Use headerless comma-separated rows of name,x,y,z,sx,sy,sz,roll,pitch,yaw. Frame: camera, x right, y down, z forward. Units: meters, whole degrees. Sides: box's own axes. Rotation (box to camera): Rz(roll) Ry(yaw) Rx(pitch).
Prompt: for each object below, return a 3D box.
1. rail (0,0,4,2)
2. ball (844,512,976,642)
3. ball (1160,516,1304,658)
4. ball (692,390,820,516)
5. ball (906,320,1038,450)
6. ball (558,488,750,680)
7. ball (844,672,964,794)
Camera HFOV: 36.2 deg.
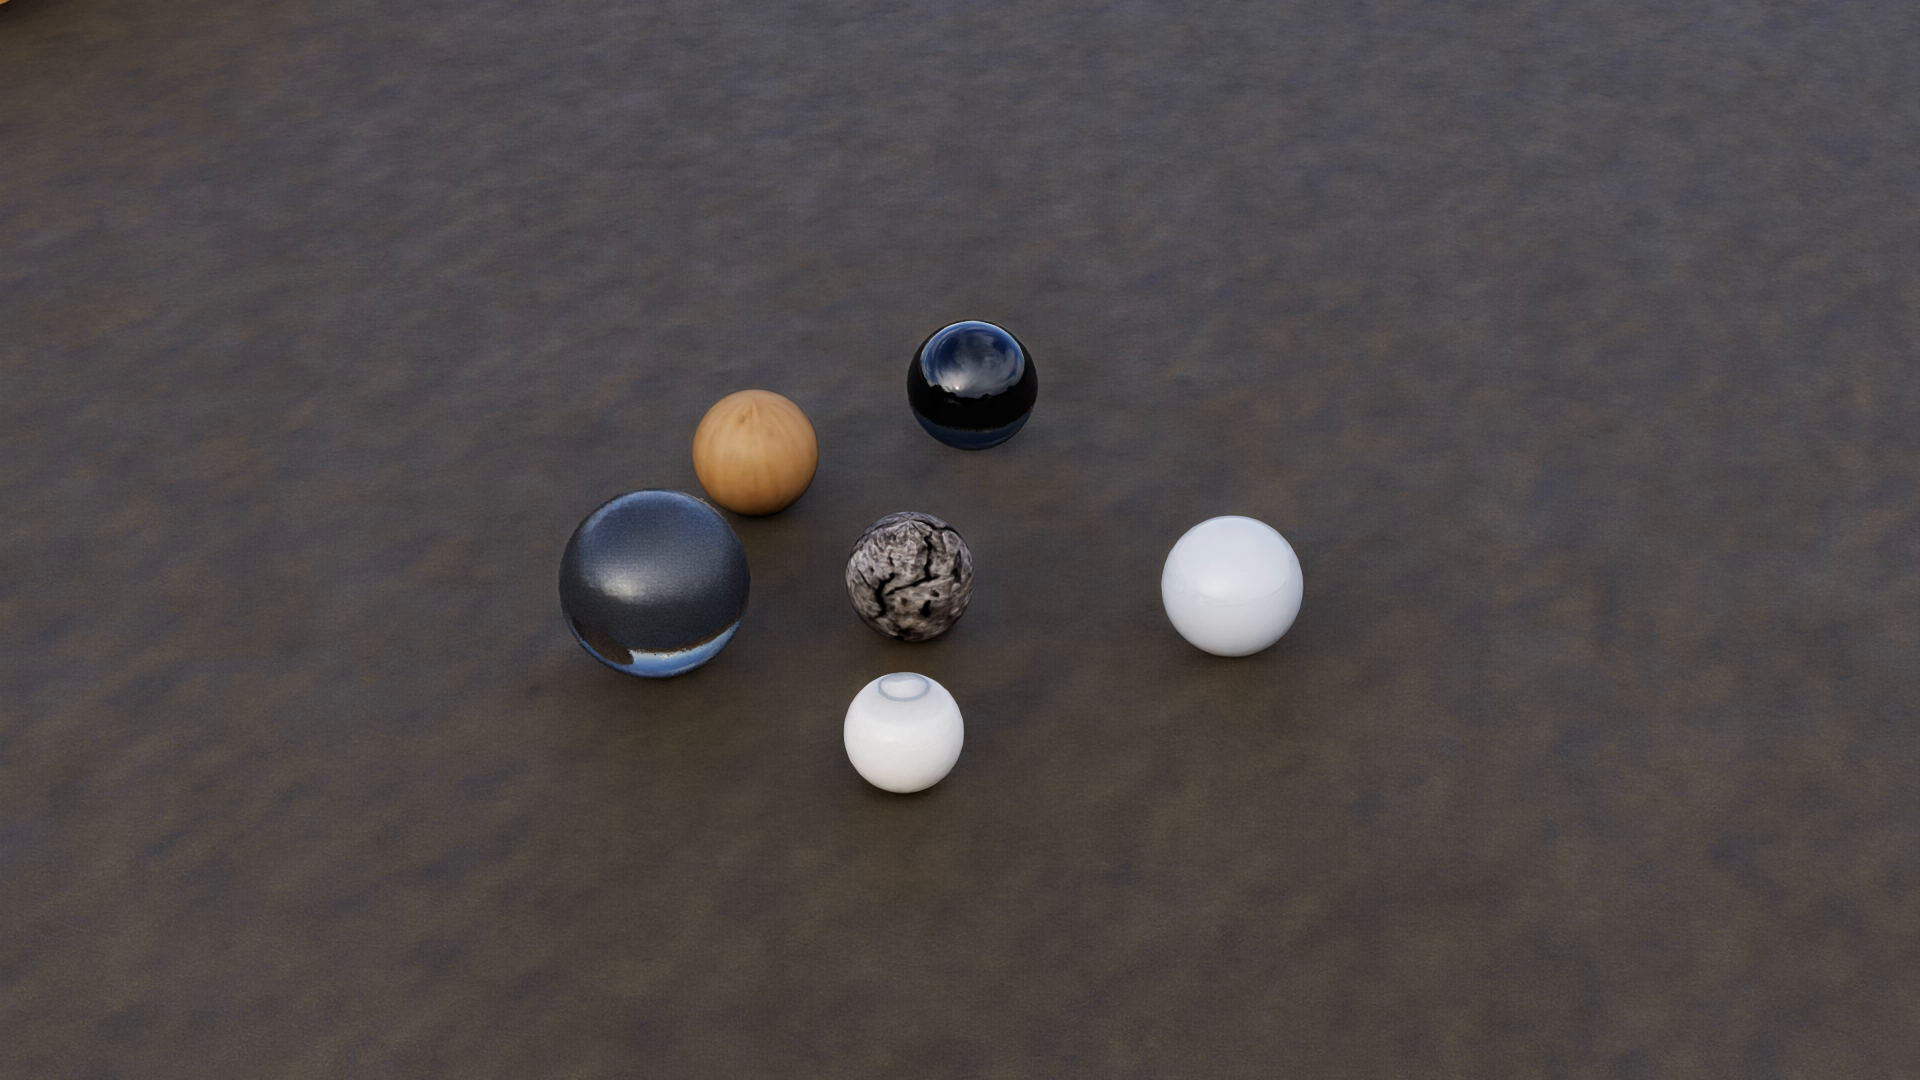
rail,-0.487,-0.768,2.863,0.045,0.129,4.380,15,33,24
ball,-0.026,0.019,1.557,0.069,0.069,0.069,0,30,0
ball,0.143,0.024,1.543,0.075,0.075,0.075,0,30,0
ball,-0.116,-0.050,1.674,0.072,0.072,0.072,0,30,0
ball,0.007,-0.092,1.742,0.078,0.078,0.078,0,30,0
ball,-0.158,0.022,1.522,0.099,0.099,0.099,0,30,0
ball,-0.027,0.094,1.437,0.059,0.059,0.059,0,30,0
